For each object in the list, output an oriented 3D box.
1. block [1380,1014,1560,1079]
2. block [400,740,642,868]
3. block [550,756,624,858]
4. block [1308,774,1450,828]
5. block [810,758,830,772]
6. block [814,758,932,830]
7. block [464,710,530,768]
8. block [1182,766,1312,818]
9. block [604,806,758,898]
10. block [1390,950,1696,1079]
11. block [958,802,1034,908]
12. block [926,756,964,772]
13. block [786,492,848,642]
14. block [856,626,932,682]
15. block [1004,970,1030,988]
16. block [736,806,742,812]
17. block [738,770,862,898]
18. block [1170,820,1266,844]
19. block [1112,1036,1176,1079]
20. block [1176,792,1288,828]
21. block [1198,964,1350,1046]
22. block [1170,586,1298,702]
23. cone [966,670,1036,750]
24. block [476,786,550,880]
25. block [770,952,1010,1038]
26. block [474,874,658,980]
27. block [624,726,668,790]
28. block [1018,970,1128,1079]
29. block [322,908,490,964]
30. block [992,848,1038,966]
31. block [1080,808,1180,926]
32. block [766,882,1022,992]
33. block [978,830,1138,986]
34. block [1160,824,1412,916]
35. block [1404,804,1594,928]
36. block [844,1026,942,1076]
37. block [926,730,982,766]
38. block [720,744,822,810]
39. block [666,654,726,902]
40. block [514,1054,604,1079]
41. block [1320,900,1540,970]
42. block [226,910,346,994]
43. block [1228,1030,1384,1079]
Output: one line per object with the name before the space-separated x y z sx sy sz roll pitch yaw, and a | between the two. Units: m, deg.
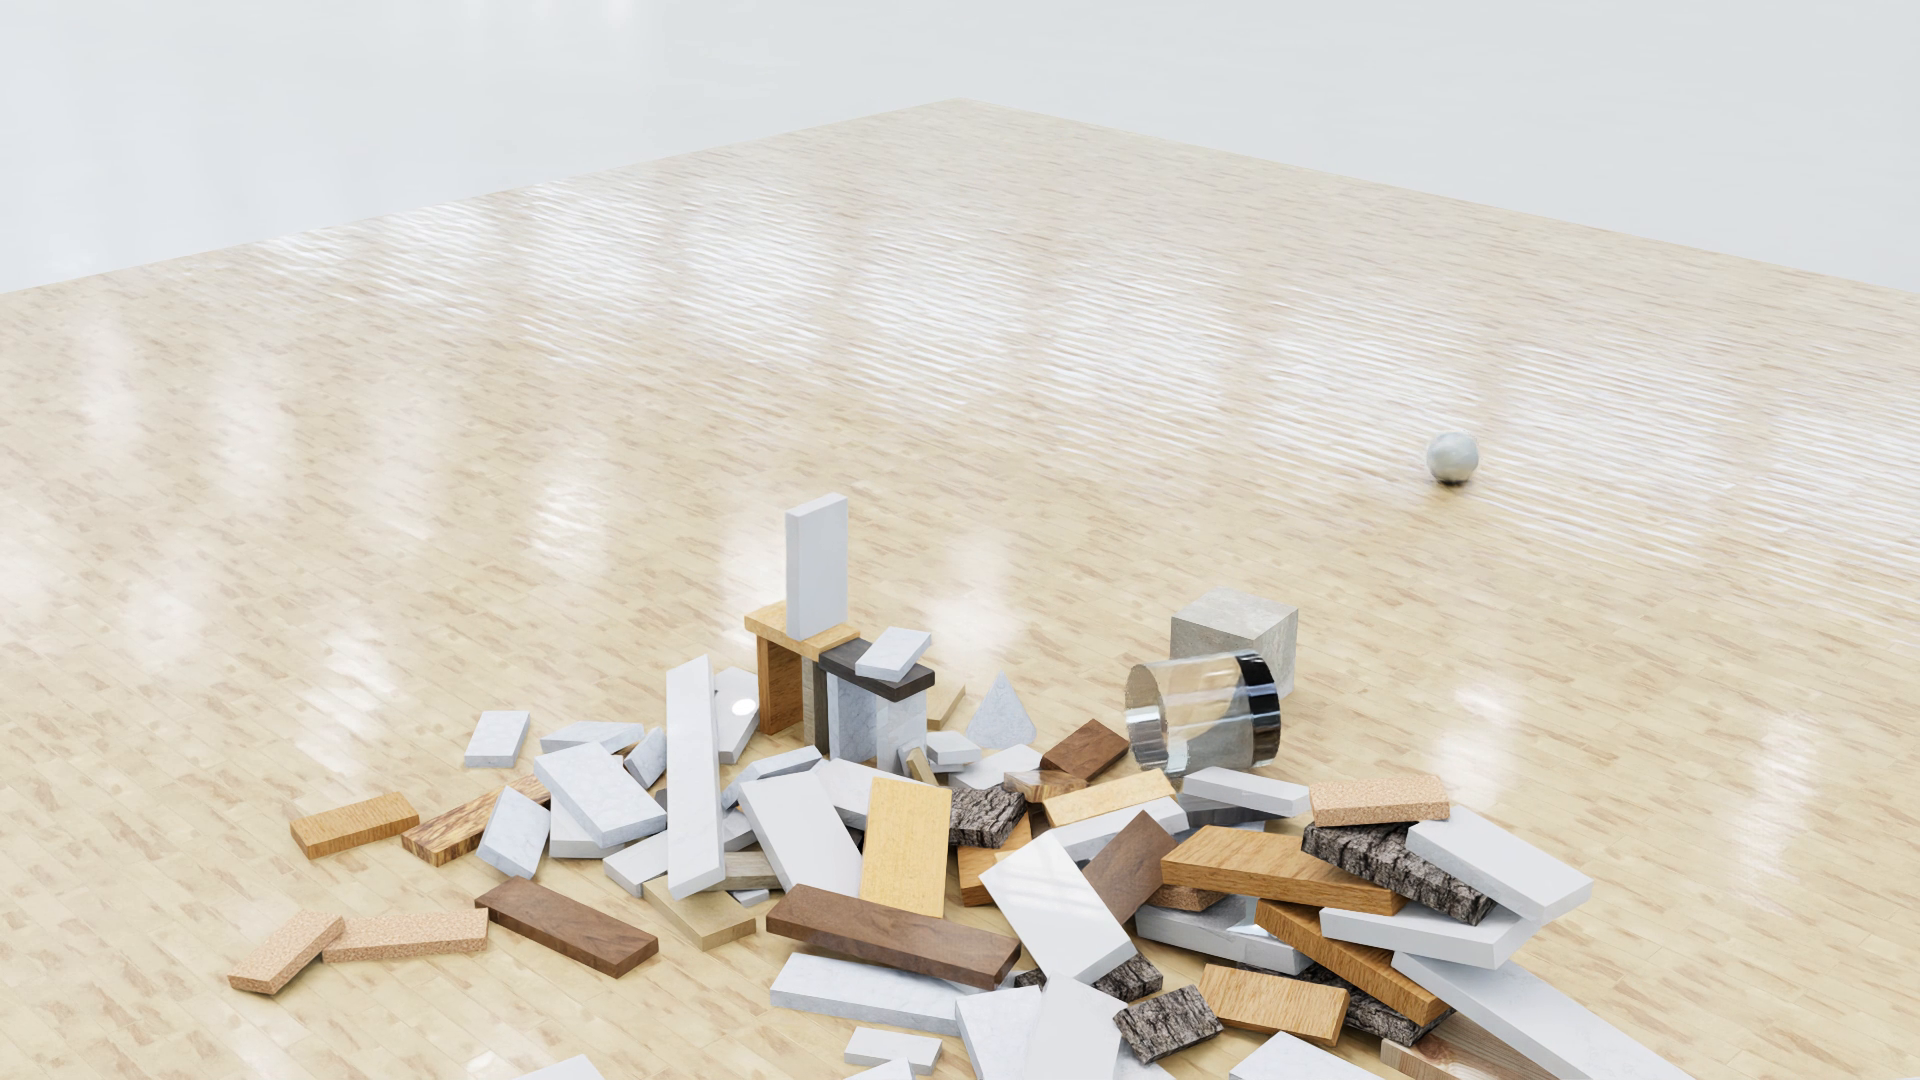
block | 1.111 0.970 3.420 0.985 0.043 0.152 21 31 40
block | -0.870 0.523 4.488 0.113 0.032 0.567 19 29 37
block | -0.747 0.530 4.402 0.142 0.040 0.301 3 28 -11
block | 0.714 0.445 3.753 0.224 0.032 0.112 -4 17 4
block | -0.315 0.489 4.587 0.058 0.017 0.117 15 27 32
block | -0.192 0.511 4.368 0.282 0.040 0.141 10 32 41
block | -0.991 0.426 4.719 0.101 0.029 0.203 0 23 0
block | 0.579 0.500 4.379 0.240 0.034 0.120 9 11 33
block | -0.538 0.601 4.275 0.292 0.032 0.113 -22 34 -35
block | 0.995 0.815 3.524 0.642 0.039 0.137 32 37 33
block | 0.070 0.601 4.257 0.146 0.041 0.292 -11 23 2
block | -0.034 0.460 4.602 0.069 0.020 0.139 -2 7 -5
block | -0.297 0.056 4.574 0.040 0.284 0.142 21 31 37
block | -0.135 0.233 4.513 0.094 0.027 0.187 8 24 18
block | 0.102 0.784 3.893 0.105 0.015 0.053 -1 23 -2
block | -0.470 0.558 4.419 0.148 0.021 0.074 6 24 14
block | -0.289 0.586 4.204 0.155 0.044 0.366 -7 38 -25
block | 0.451 0.581 4.348 0.291 0.034 0.120 6 24 13
block | 0.282 0.888 3.635 0.094 0.027 0.187 -15 27 -31
block | 0.511 0.531 4.373 0.297 0.034 0.120 -1 10 -29
block | 0.528 0.792 3.754 0.260 0.027 0.094 4 54 32
block | 0.608 0.254 4.900 0.206 0.206 0.206 16 28 33
cone | 0.089 0.347 4.744 0.156 0.156 0.156 0 23 0
block | -0.866 0.574 4.289 0.113 0.032 0.226 34 19 -13
block | -0.114 0.798 3.837 0.419 0.034 0.118 6 24 14
block | -0.727 0.710 4.049 0.365 0.031 0.109 16 28 33
block | -0.646 0.455 4.592 0.021 0.074 0.149 -24 13 25
block | 0.176 0.848 3.560 0.141 0.040 0.416 24 23 2
block | -1.011 0.723 4.021 0.288 0.028 0.100 -3 23 -8
block | 0.155 0.667 4.043 0.118 0.034 0.237 -8 45 -18
block | 0.291 0.616 3.991 0.240 0.034 0.120 -42 79 -17
block | -0.120 0.704 3.912 0.446 0.034 0.120 10 25 22
block | 0.171 0.662 3.897 0.155 0.044 0.310 -33 41 -6
block | 0.586 0.575 3.847 0.449 0.046 0.161 2 18 38
block | 0.889 0.535 3.632 0.137 0.039 0.274 -16 33 -39
block | -0.112 0.861 3.704 0.150 0.021 0.075 6 24 13
block | -0.028 0.435 4.617 0.094 0.027 0.197 -4 7 -16
block | -0.381 0.476 4.425 0.032 0.113 0.226 52 25 16
block | -0.546 0.458 4.497 0.101 0.029 1.054 -24 20 1
block | -0.688 0.911 3.574 0.218 0.031 0.109 -14 27 -30
block | 0.783 0.635 3.675 0.322 0.046 0.161 4 19 41
block | -1.206 0.737 3.944 0.100 0.028 0.200 2 27 27
block | 0.604 0.907 3.568 0.303 0.043 0.152 19 30 38
